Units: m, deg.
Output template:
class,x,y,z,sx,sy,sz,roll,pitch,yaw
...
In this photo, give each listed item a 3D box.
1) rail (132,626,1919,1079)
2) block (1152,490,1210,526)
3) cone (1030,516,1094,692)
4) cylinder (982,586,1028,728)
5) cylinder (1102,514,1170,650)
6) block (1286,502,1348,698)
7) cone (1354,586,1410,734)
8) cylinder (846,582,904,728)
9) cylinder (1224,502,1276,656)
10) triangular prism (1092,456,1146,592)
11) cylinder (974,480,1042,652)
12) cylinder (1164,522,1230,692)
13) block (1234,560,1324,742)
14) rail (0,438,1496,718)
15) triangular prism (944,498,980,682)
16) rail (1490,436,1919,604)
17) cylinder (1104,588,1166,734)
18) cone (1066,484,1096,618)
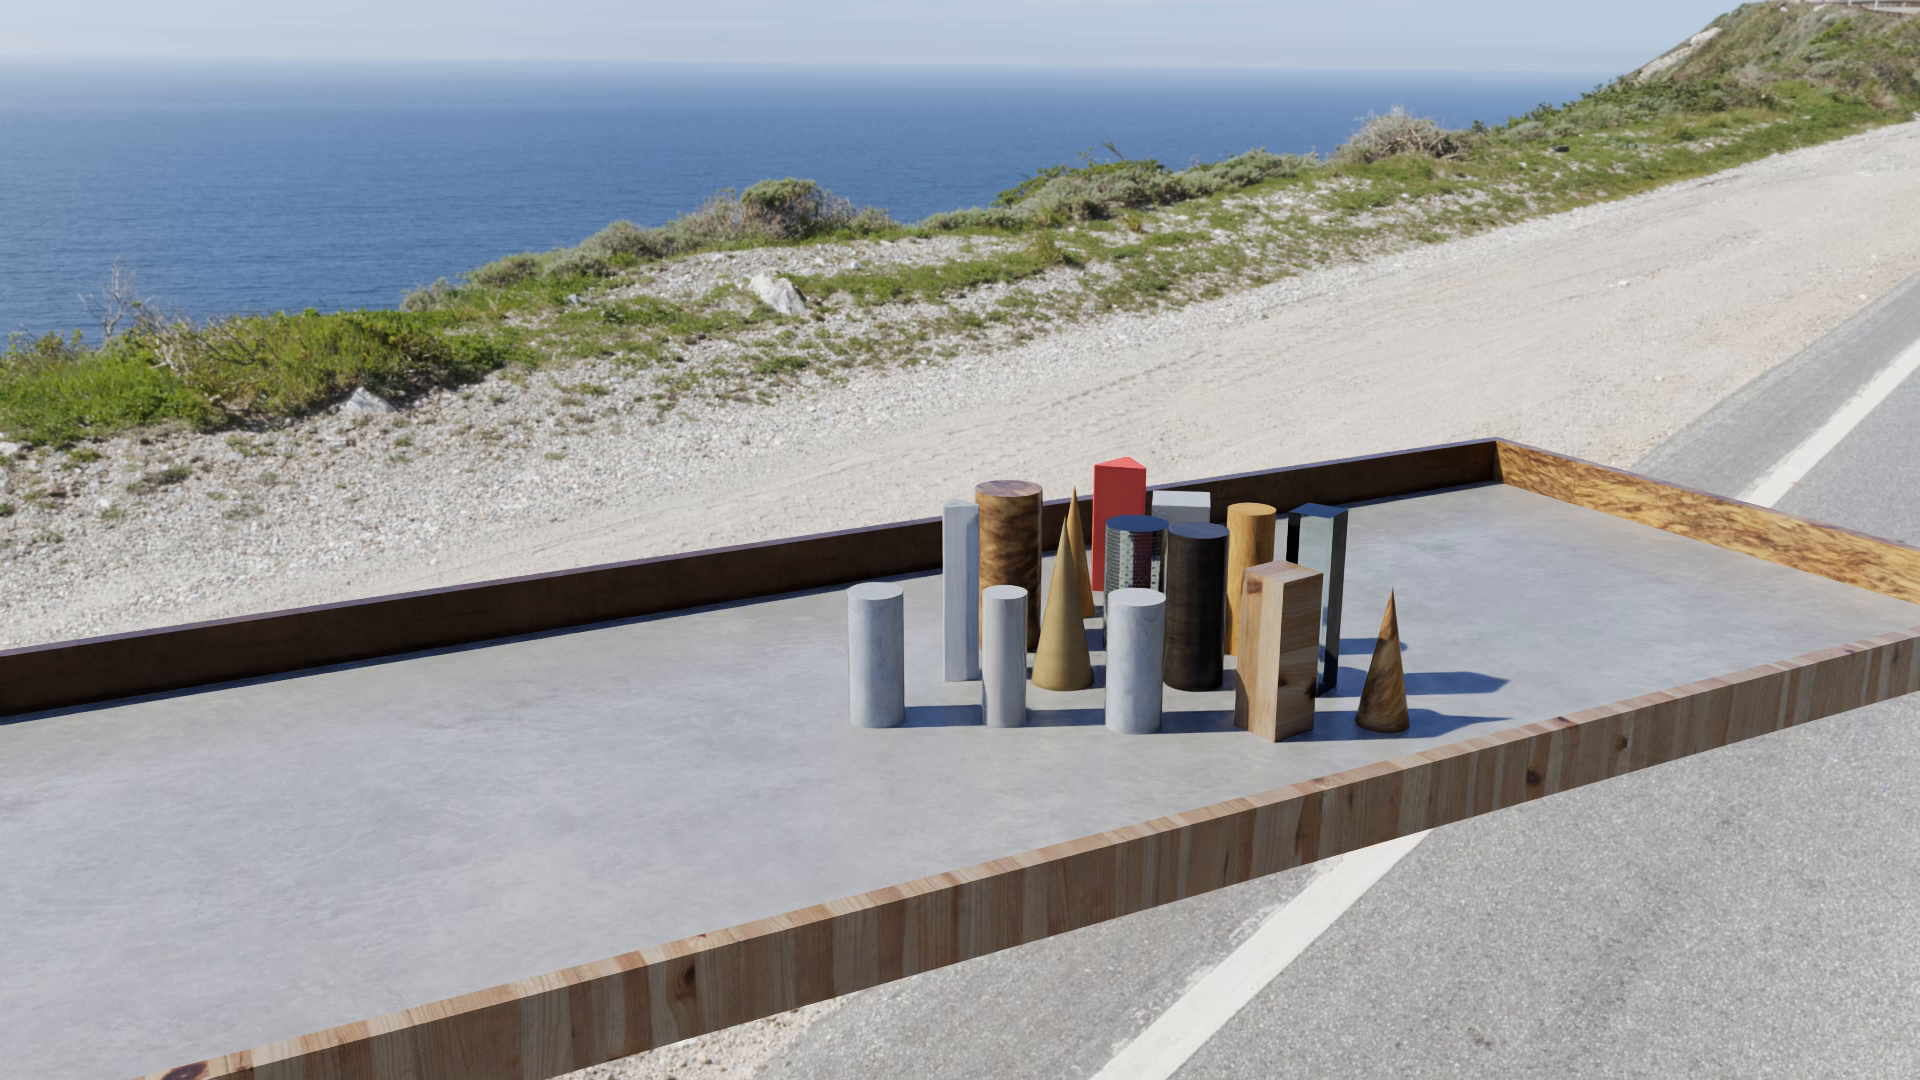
class,x,y,z,sx,sy,sz,roll,pitch,yaw
rail,-2.336,1.006,1.665,12.000,0.150,0.050,-9,18,-27
block,0.611,0.046,4.602,0.157,0.335,0.157,2,17,7
cone,0.257,0.145,4.095,0.159,0.433,0.159,0,16,0
cylinder,0.104,0.273,3.862,0.105,0.318,0.105,0,16,0
cylinder,0.461,0.121,4.337,0.166,0.342,0.166,0,16,0
block,0.865,0.148,4.044,0.105,0.456,0.105,13,21,37
cone,0.996,0.268,3.842,0.126,0.340,0.126,0,16,0
cylinder,-0.197,0.270,3.872,0.131,0.318,0.131,0,16,0
cylinder,0.754,0.105,4.314,0.124,0.386,0.124,0,16,0
triangular prism,0.476,-0.046,4.839,0.150,0.379,0.130,5,17,16
cylinder,0.127,0.069,4.363,0.178,0.427,0.178,0,16,0
cylinder,0.585,0.165,4.092,0.150,0.395,0.150,0,16,0
block,0.734,0.255,3.807,0.129,0.384,0.129,-11,20,-34
rail,-3.305,0.497,3.399,12.000,0.150,0.050,-9,18,-27
triangular prism,-0.006,0.124,4.127,0.091,0.454,0.079,-4,17,-14
rail,2.466,-0.048,5.253,0.050,0.150,2.100,-9,18,-27
cylinder,0.407,0.281,3.839,0.133,0.315,0.133,0,16,0
cone,0.317,0.023,4.609,0.130,0.377,0.130,0,16,0
